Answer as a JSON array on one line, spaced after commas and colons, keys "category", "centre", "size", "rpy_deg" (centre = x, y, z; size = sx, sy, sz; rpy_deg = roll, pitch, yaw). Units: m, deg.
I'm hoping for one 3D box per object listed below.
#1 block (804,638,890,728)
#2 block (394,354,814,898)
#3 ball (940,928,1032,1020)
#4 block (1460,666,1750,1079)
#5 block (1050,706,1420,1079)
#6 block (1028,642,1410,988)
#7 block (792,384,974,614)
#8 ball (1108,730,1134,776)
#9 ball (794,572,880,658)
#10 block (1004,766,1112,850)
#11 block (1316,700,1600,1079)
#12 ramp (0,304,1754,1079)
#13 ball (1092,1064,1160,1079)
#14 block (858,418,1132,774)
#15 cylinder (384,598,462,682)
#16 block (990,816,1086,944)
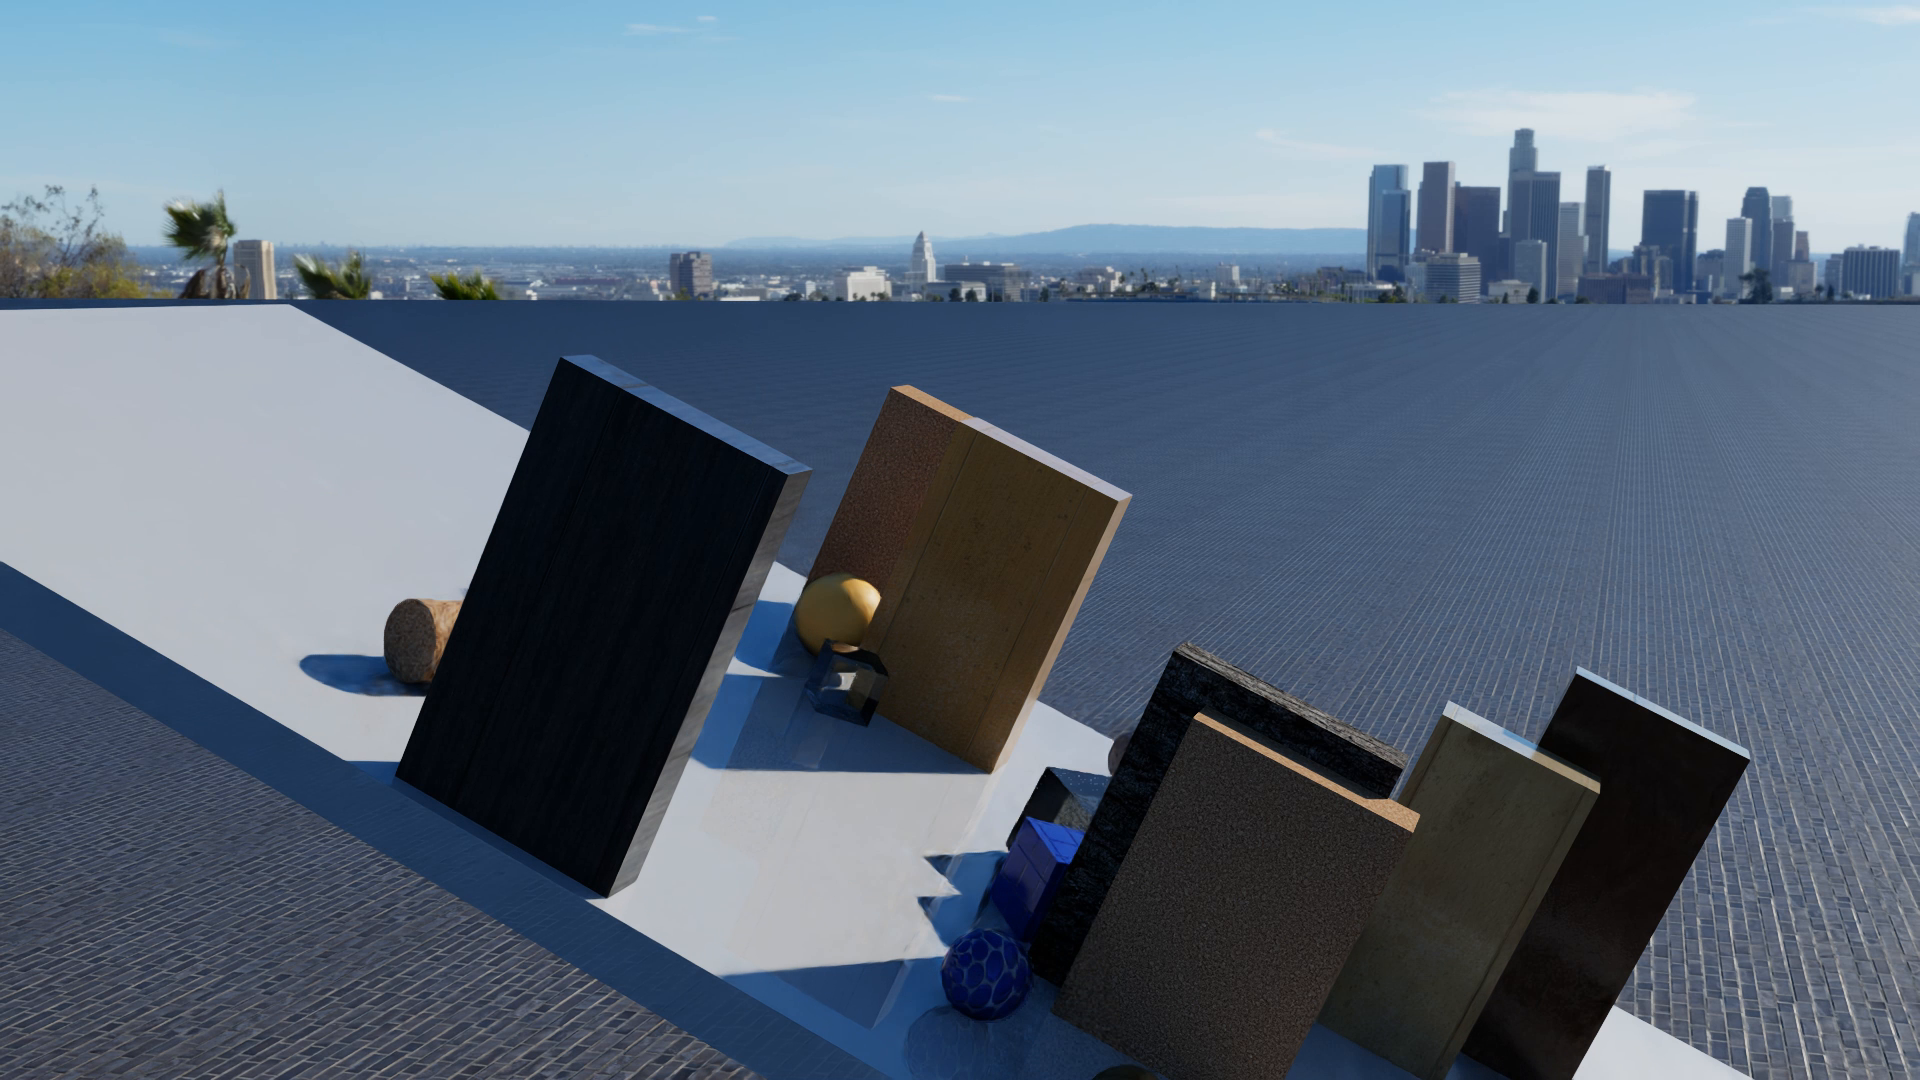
[{"category": "block", "centre": [-0.229, 0.287, 4.435], "size": [0.117, 0.117, 0.117], "rpy_deg": [19, 14, -21]}, {"category": "block", "centre": [-0.534, 0.127, 3.254], "size": [0.386, 0.700, 0.099], "rpy_deg": [27, 14, 12]}, {"category": "ball", "centre": [0.040, 0.668, 3.384], "size": [0.140, 0.140, 0.140], "rpy_deg": [0, 7, 0]}, {"category": "block", "centre": [1.125, 0.640, 4.073], "size": [0.334, 0.741, 0.084], "rpy_deg": [27, 14, 12]}, {"category": "block", "centre": [0.431, 0.593, 3.480], "size": [0.373, 0.543, 0.116], "rpy_deg": [27, 14, 12]}, {"category": "block", "centre": [0.411, 0.526, 3.583], "size": [0.402, 0.598, 0.101], "rpy_deg": [27, 14, 12]}, {"category": "block", "centre": [-0.131, -0.033, 4.877], "size": [0.260, 0.559, 0.125], "rpy_deg": [27, 14, 12]}, {"category": "ball", "centre": [0.387, 0.477, 4.727], "size": [0.139, 0.139, 0.139], "rpy_deg": [0, 7, 0]}, {"category": "ball", "centre": [-0.254, 0.166, 4.668], "size": [0.194, 0.194, 0.194], "rpy_deg": [0, 7, 0]}, {"category": "block", "centre": [0.231, 0.551, 4.059], "size": [0.178, 0.178, 0.178], "rpy_deg": [14, 21, -38]}, {"category": "block", "centre": [0.866, 0.633, 3.936], "size": [0.295, 0.610, 0.131], "rpy_deg": [27, 14, 12]}, {"category": "ramp", "centre": [-0.269, 0.459, 4.173], "size": [4.000, 0.100, 2.000], "rpy_deg": [27, 14, 12]}, {"category": "ball", "centre": [0.238, 0.821, 3.141], "size": [0.139, 0.139, 0.139], "rpy_deg": [0, 7, 0]}, {"category": "block", "centre": [0.049, 0.112, 4.492], "size": [0.361, 0.623, 0.126], "rpy_deg": [27, 14, 12]}, {"category": "cylinder", "centre": [-0.872, 0.172, 3.708], "size": [0.140, 0.140, 0.140], "rpy_deg": [5, -1, 38]}, {"category": "block", "centre": [0.176, 0.605, 3.825], "size": [0.159, 0.159, 0.159], "rpy_deg": [18, 15, -25]}]
